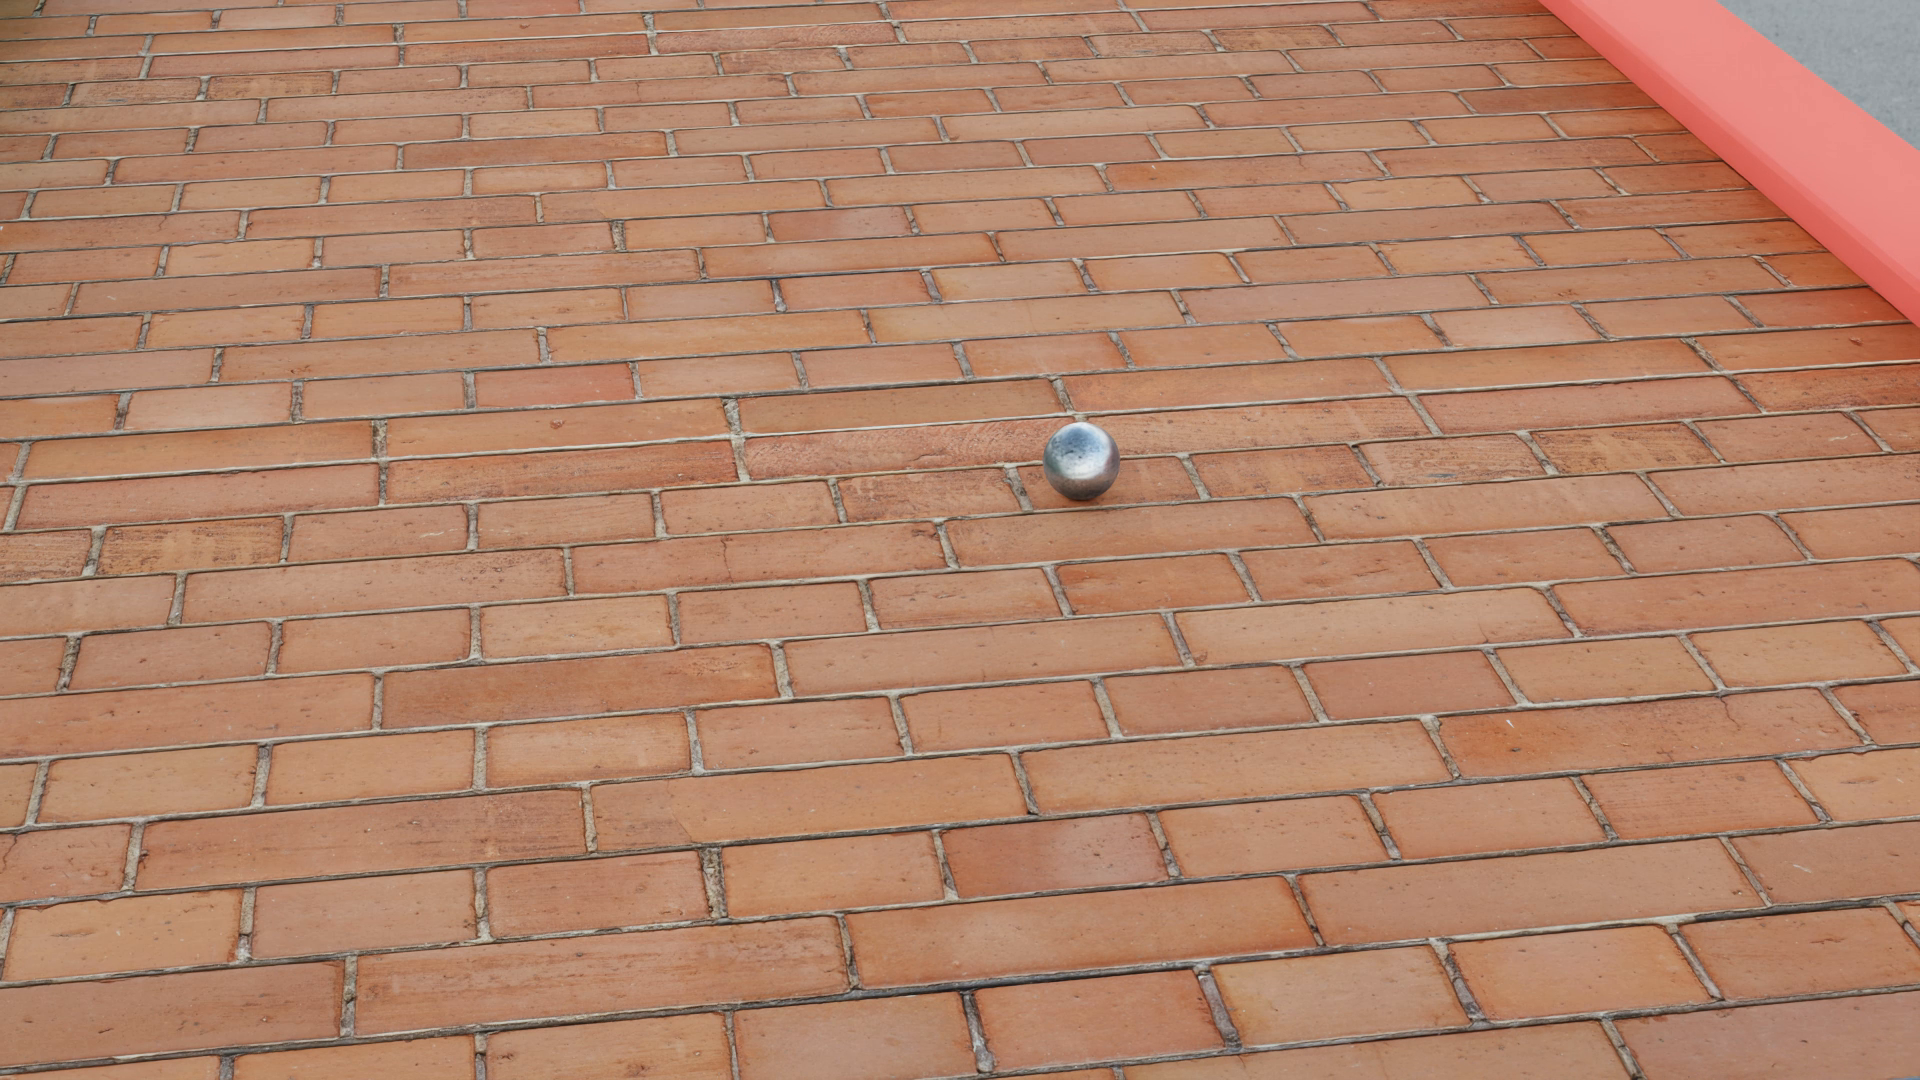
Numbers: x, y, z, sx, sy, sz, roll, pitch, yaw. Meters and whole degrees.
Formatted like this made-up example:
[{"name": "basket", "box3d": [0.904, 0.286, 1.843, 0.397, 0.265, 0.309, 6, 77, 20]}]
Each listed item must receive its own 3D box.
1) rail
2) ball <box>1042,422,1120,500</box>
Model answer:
[{"name": "rail", "box3d": [0.663, -0.416, 2.656, 0.045, 0.128, 3.004, -4, 27, -8]}, {"name": "ball", "box3d": [0.083, -0.054, 2.020, 0.054, 0.054, 0.054, 0, 27, 0]}]
